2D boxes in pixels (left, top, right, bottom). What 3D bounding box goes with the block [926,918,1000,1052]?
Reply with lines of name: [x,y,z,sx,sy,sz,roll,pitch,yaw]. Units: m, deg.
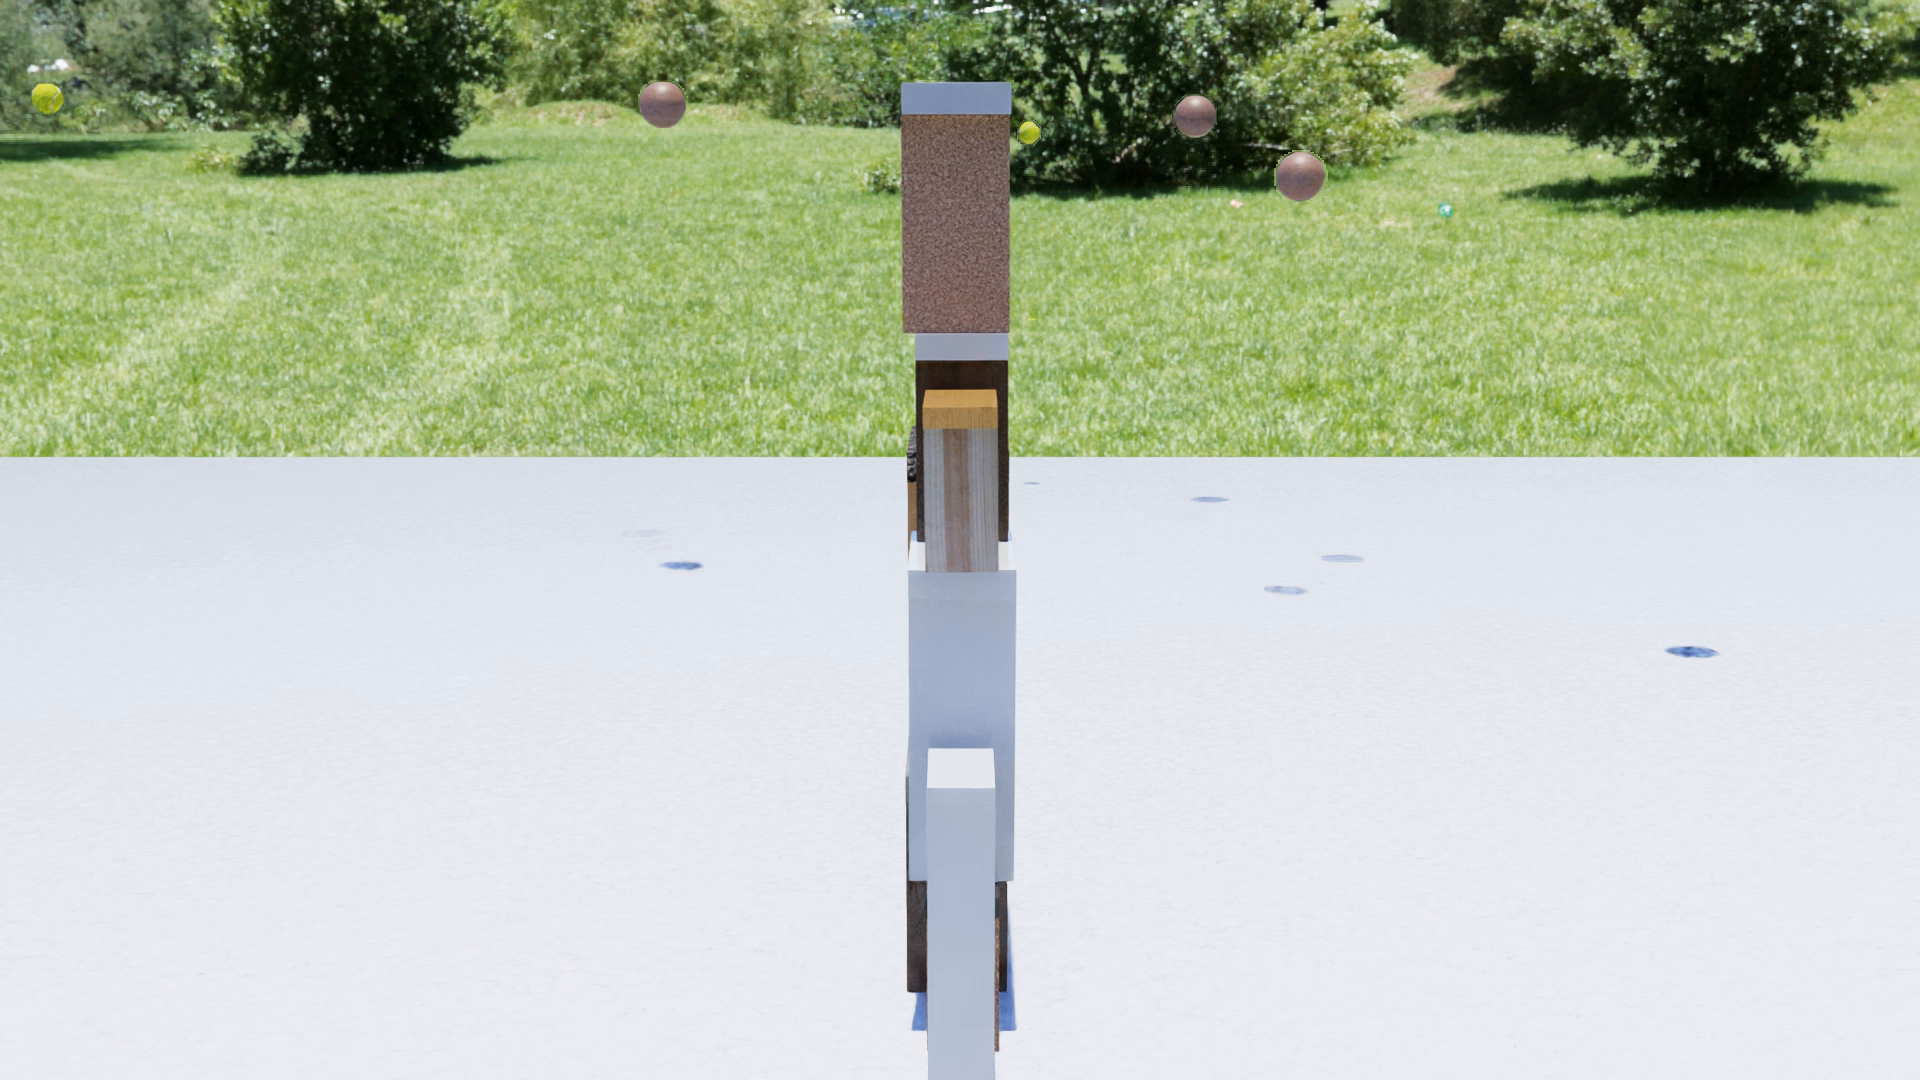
block: [0.004,0.606,3.036,0.099,0.199,0.028,0,11,0]

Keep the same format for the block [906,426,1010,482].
block: [-0.003,-0.151,3.811,0.171,0.048,0.342,0,11,0]

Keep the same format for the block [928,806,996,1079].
block: [0.001,0.533,2.878,0.087,0.402,0.025,0,11,0]

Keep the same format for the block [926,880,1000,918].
block: [0.003,0.482,3.081,0.099,0.028,0.199,0,10,0]

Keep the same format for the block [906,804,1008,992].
block: [-0.005,0.518,3.244,0.148,0.297,0.042,0,11,0]

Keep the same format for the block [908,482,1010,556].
block: [-0.003,0.062,3.734,0.171,0.342,0.048,0,10,0]

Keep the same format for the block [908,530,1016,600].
block: [0.002,0.033,3.087,0.146,0.041,0.292,0,11,0]

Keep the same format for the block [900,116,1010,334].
block: [-0.006,-0.440,3.064,0.149,0.299,0.042,0,11,0]

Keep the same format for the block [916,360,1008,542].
block: [0.003,-0.129,3.133,0.131,0.261,0.037,0,11,0]

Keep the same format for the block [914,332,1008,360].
block: [0.002,-0.291,3.191,0.130,0.037,0.261,0,10,0]

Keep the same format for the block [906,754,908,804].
block: [-0.005,0.333,3.310,0.148,0.042,0.297,0,10,0]

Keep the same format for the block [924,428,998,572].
block: [0.002,-0.055,2.915,0.098,0.195,0.028,-1,11,0]

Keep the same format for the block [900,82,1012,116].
block: [-0.006,-0.624,3.130,0.149,0.042,0.299,0,10,0]

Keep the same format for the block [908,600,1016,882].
block: [0.003,0.271,3.032,0.146,0.404,0.041,0,10,0]

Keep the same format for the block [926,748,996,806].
block: [0.001,0.311,2.896,0.087,0.025,0.175,0,11,0]

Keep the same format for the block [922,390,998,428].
block: [0.001,-0.177,2.959,0.098,0.028,0.195,-1,11,0]
